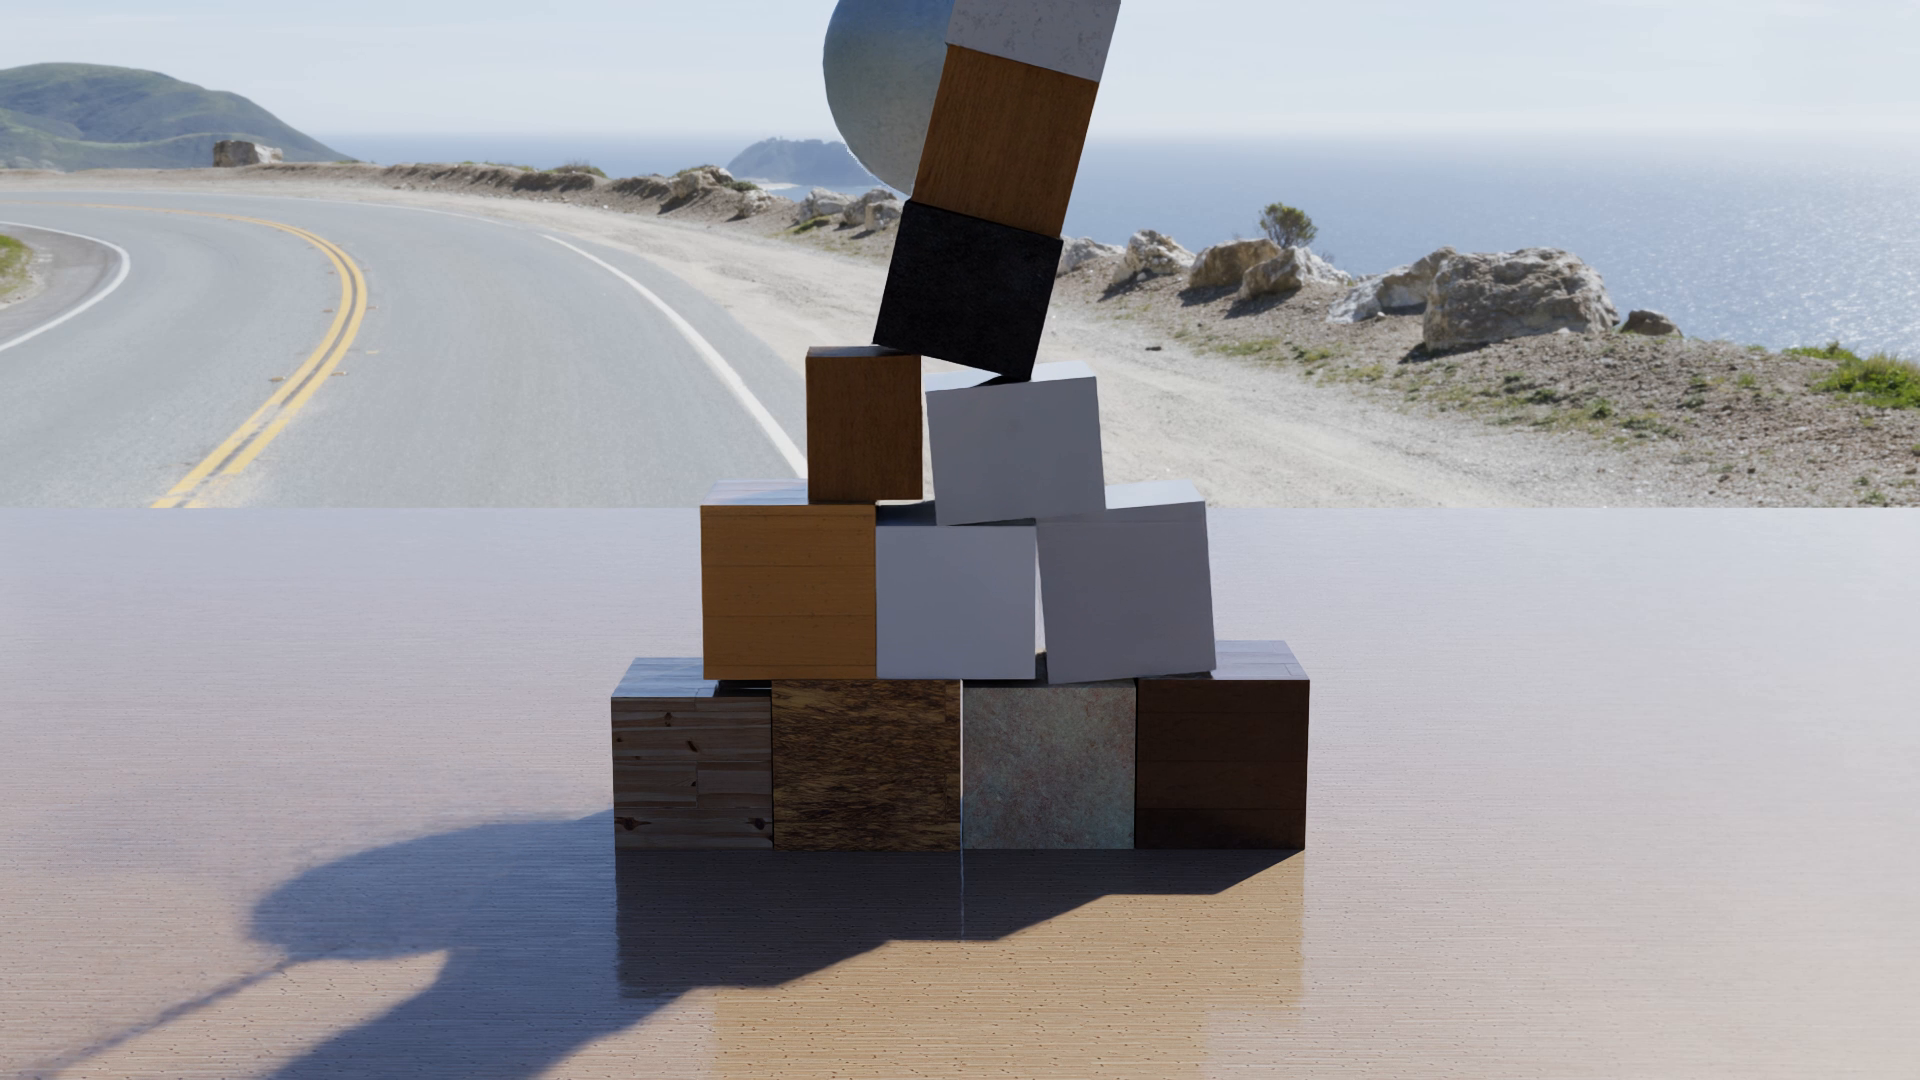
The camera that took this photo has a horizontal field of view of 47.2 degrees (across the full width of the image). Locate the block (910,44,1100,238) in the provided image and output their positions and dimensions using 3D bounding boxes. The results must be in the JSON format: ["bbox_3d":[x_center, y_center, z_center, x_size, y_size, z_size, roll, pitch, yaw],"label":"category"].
[{"bbox_3d":[0.219,-1.965,10.864,0.740,0.761,0.671,14,10,-2],"label":"block"}]

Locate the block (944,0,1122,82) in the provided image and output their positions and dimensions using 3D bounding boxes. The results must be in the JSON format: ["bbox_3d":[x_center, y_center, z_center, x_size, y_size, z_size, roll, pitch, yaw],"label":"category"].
[{"bbox_3d":[0.405,-2.712,10.705,0.761,0.810,0.751,14,10,-1],"label":"block"}]

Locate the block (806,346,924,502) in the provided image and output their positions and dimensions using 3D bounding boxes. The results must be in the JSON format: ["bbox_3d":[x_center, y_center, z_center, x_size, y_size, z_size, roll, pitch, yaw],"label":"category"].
[{"bbox_3d":[-0.477,-0.595,11.052,0.565,0.709,0.598,-1,10,-2],"label":"block"}]

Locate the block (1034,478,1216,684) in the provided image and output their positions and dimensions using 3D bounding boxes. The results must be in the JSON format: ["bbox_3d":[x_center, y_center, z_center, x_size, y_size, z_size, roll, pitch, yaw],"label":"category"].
[{"bbox_3d":[0.819,0.198,11.209,0.837,0.856,0.736,-5,10,0],"label":"block"}]

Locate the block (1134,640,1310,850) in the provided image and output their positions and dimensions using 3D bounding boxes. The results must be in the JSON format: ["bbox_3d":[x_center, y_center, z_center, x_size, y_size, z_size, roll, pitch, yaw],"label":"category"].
[{"bbox_3d":[1.307,1.044,11.378,0.849,0.876,0.870,0,10,0],"label":"block"}]

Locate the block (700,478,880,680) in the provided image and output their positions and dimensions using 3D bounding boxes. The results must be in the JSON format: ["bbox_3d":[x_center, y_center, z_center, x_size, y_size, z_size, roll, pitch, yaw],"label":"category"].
[{"bbox_3d":[-0.842,0.183,11.203,0.853,0.873,0.855,0,10,0],"label":"block"}]

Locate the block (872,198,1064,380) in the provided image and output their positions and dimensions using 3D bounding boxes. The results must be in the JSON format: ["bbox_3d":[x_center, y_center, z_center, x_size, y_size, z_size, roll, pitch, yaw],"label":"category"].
[{"bbox_3d":[0.040,-1.264,10.973,0.785,0.692,0.826,13,10,-2],"label":"block"}]

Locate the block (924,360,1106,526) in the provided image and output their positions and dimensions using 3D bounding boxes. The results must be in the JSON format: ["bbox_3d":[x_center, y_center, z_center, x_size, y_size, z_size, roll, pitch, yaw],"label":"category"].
[{"bbox_3d":[0.263,-0.501,11.063,0.829,0.662,0.824,-5,10,-1],"label":"block"}]

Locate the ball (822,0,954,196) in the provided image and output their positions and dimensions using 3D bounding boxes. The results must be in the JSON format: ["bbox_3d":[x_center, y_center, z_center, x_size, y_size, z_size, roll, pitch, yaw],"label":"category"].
[{"bbox_3d":[0.000,-2.751,12.789,1.600,1.600,1.600,0,10,0],"label":"ball"}]

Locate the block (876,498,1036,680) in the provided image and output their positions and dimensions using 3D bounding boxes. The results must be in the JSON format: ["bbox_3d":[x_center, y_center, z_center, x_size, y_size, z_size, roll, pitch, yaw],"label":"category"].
[{"bbox_3d":[-0.023,0.233,11.223,0.783,0.768,0.864,0,10,0],"label":"block"}]

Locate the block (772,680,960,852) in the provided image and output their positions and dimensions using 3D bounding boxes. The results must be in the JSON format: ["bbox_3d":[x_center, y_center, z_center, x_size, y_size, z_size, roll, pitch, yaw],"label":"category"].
[{"bbox_3d":[-0.463,1.043,11.373,0.932,0.879,0.919,0,10,0],"label":"block"}]

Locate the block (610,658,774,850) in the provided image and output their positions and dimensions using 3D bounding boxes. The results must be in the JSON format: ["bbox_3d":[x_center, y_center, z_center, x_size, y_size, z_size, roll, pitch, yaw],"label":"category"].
[{"bbox_3d":[-1.334,1.089,11.374,0.792,0.788,0.850,0,10,0],"label":"block"}]

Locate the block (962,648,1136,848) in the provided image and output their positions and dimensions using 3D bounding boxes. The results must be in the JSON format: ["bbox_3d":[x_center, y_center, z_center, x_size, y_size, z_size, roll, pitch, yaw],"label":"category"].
[{"bbox_3d":[0.443,1.064,11.391,0.857,0.832,0.871,0,10,0],"label":"block"}]
